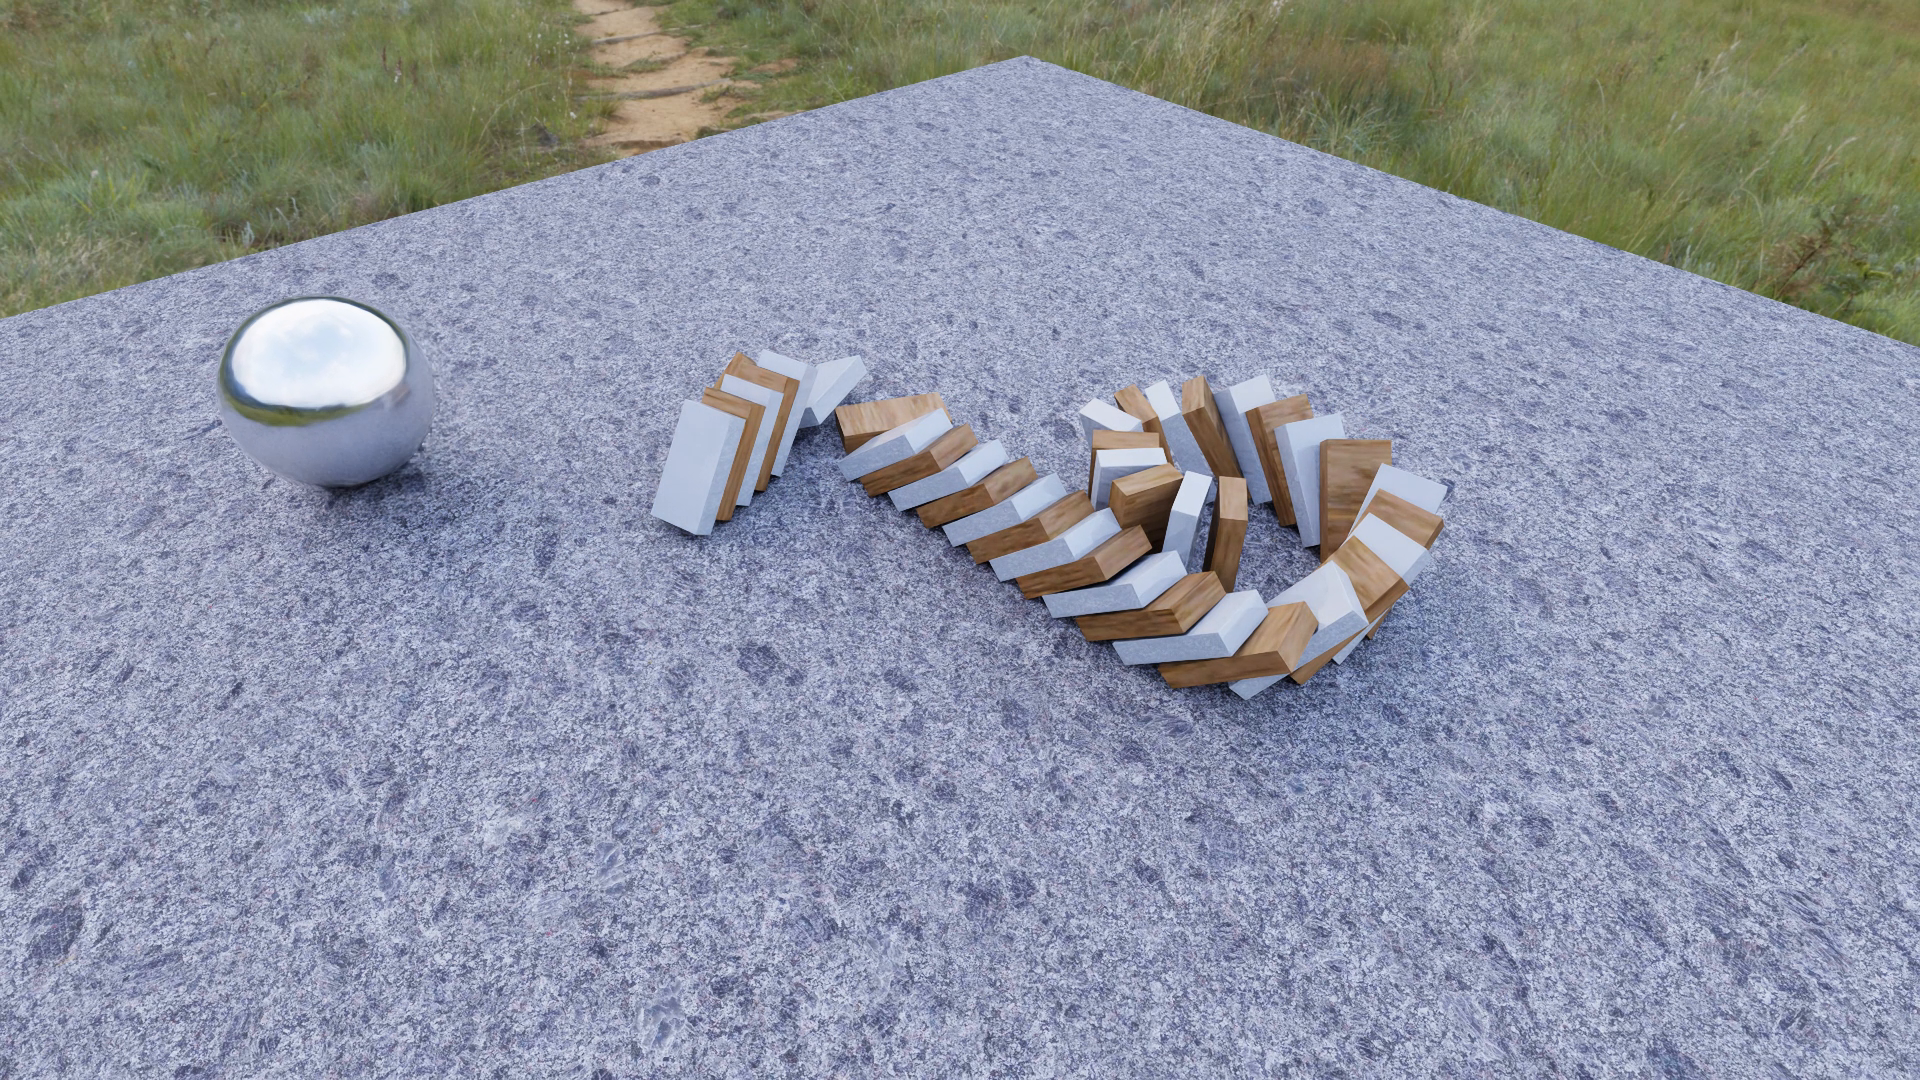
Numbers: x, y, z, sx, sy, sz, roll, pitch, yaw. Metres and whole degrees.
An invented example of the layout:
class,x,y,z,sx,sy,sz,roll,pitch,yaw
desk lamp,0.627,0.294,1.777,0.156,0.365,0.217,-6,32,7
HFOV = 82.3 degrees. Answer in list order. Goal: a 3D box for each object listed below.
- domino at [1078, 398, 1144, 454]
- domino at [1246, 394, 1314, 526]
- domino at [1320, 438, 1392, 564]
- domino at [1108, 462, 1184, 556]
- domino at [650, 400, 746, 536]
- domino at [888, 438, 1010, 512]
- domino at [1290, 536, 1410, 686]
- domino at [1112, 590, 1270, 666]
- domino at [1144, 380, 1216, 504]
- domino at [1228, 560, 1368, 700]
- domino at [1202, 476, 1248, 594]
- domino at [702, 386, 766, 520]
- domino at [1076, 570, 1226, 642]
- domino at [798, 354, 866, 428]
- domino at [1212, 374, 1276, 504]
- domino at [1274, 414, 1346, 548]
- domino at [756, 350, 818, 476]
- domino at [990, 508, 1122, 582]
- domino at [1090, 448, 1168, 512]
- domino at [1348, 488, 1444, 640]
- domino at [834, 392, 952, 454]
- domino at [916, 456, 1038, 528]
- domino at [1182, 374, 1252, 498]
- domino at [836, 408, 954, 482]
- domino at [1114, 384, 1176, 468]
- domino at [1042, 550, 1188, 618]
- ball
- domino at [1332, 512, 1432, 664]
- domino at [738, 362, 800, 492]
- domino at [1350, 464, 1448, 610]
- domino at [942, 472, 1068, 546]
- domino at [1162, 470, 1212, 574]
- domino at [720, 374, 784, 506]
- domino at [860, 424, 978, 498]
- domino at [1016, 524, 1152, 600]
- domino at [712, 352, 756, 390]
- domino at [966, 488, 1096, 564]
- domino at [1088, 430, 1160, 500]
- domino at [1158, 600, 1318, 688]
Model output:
class,x,y,z,sx,sy,sz,roll,pitch,yaw
domino,0.066,-0.033,0.451,0.009,0.050,0.025,-43,50,-16
domino,0.139,-0.033,0.458,0.025,0.050,0.009,-17,-1,-21
domino,0.156,-0.014,0.434,0.025,0.050,0.009,1,-4,1
domino,0.068,-0.004,0.416,0.025,0.050,0.010,-18,46,-20
domino,-0.108,-0.030,0.451,0.025,0.050,0.009,22,7,24
domino,-0.005,-0.026,0.452,0.025,0.009,0.050,-37,13,-36
domino,0.130,0.025,0.389,0.050,0.010,0.025,-45,44,11
domino,0.079,0.031,0.382,0.025,0.009,0.050,-39,14,-34
domino,0.094,-0.040,0.462,0.010,0.050,0.025,-25,38,13
domino,0.113,0.031,0.379,0.010,0.050,0.025,36,30,-26
domino,0.097,0.004,0.406,0.009,0.050,0.025,6,40,7
domino,-0.101,-0.036,0.459,0.025,0.050,0.009,22,7,24
domino,0.067,0.024,0.390,0.025,0.009,0.050,-35,12,-32
domino,-0.067,-0.070,0.521,0.025,0.009,0.050,-6,33,31
domino,0.128,-0.043,0.467,0.025,0.050,0.010,-23,2,-34
domino,0.147,-0.024,0.447,0.025,0.050,0.010,-12,-4,-14
domino,-0.083,-0.056,0.484,0.025,0.050,0.009,22,3,24
domino,0.035,0.002,0.416,0.025,0.009,0.050,-32,6,-32
domino,0.064,-0.013,0.427,0.025,0.050,0.010,-2,45,-3
domino,0.154,0.009,0.408,0.025,0.009,0.050,33,91,33
domino,-0.031,-0.055,0.510,0.050,0.009,0.025,-10,40,-12
domino,0.006,-0.019,0.442,0.025,0.009,0.050,-33,9,-34
domino,0.109,-0.042,0.464,0.010,0.050,0.025,-21,32,25
domino,-0.028,-0.040,0.470,0.050,0.009,0.025,-16,19,49
domino,0.079,-0.038,0.458,0.010,0.050,0.025,-26,41,3
domino,0.055,0.017,0.400,0.025,0.009,0.050,-32,10,-33
ball,-0.265,-0.062,0.464,0.080,0.080,0.080,0,39,0
domino,0.143,0.017,0.398,0.050,0.009,0.025,-51,50,5
domino,-0.089,-0.049,0.475,0.025,0.050,0.010,22,7,24
domino,0.163,-0.001,0.420,0.025,0.009,0.050,25,88,24
domino,0.017,-0.011,0.433,0.025,0.010,0.050,-32,6,-33
domino,0.082,0.002,0.408,0.009,0.050,0.025,16,42,15
domino,-0.095,-0.042,0.467,0.025,0.050,0.010,22,7,24
domino,-0.018,-0.033,0.461,0.050,0.009,0.025,-16,19,49
domino,0.045,0.009,0.408,0.025,0.010,0.050,-32,6,-32
domino,-0.097,-0.065,0.511,0.010,0.025,0.050,27,14,-47
domino,0.026,-0.005,0.424,0.025,0.010,0.050,-32,6,-33
domino,0.064,-0.022,0.438,0.025,0.050,0.009,4,52,5
domino,0.094,0.036,0.374,0.050,0.010,0.025,-18,23,49
